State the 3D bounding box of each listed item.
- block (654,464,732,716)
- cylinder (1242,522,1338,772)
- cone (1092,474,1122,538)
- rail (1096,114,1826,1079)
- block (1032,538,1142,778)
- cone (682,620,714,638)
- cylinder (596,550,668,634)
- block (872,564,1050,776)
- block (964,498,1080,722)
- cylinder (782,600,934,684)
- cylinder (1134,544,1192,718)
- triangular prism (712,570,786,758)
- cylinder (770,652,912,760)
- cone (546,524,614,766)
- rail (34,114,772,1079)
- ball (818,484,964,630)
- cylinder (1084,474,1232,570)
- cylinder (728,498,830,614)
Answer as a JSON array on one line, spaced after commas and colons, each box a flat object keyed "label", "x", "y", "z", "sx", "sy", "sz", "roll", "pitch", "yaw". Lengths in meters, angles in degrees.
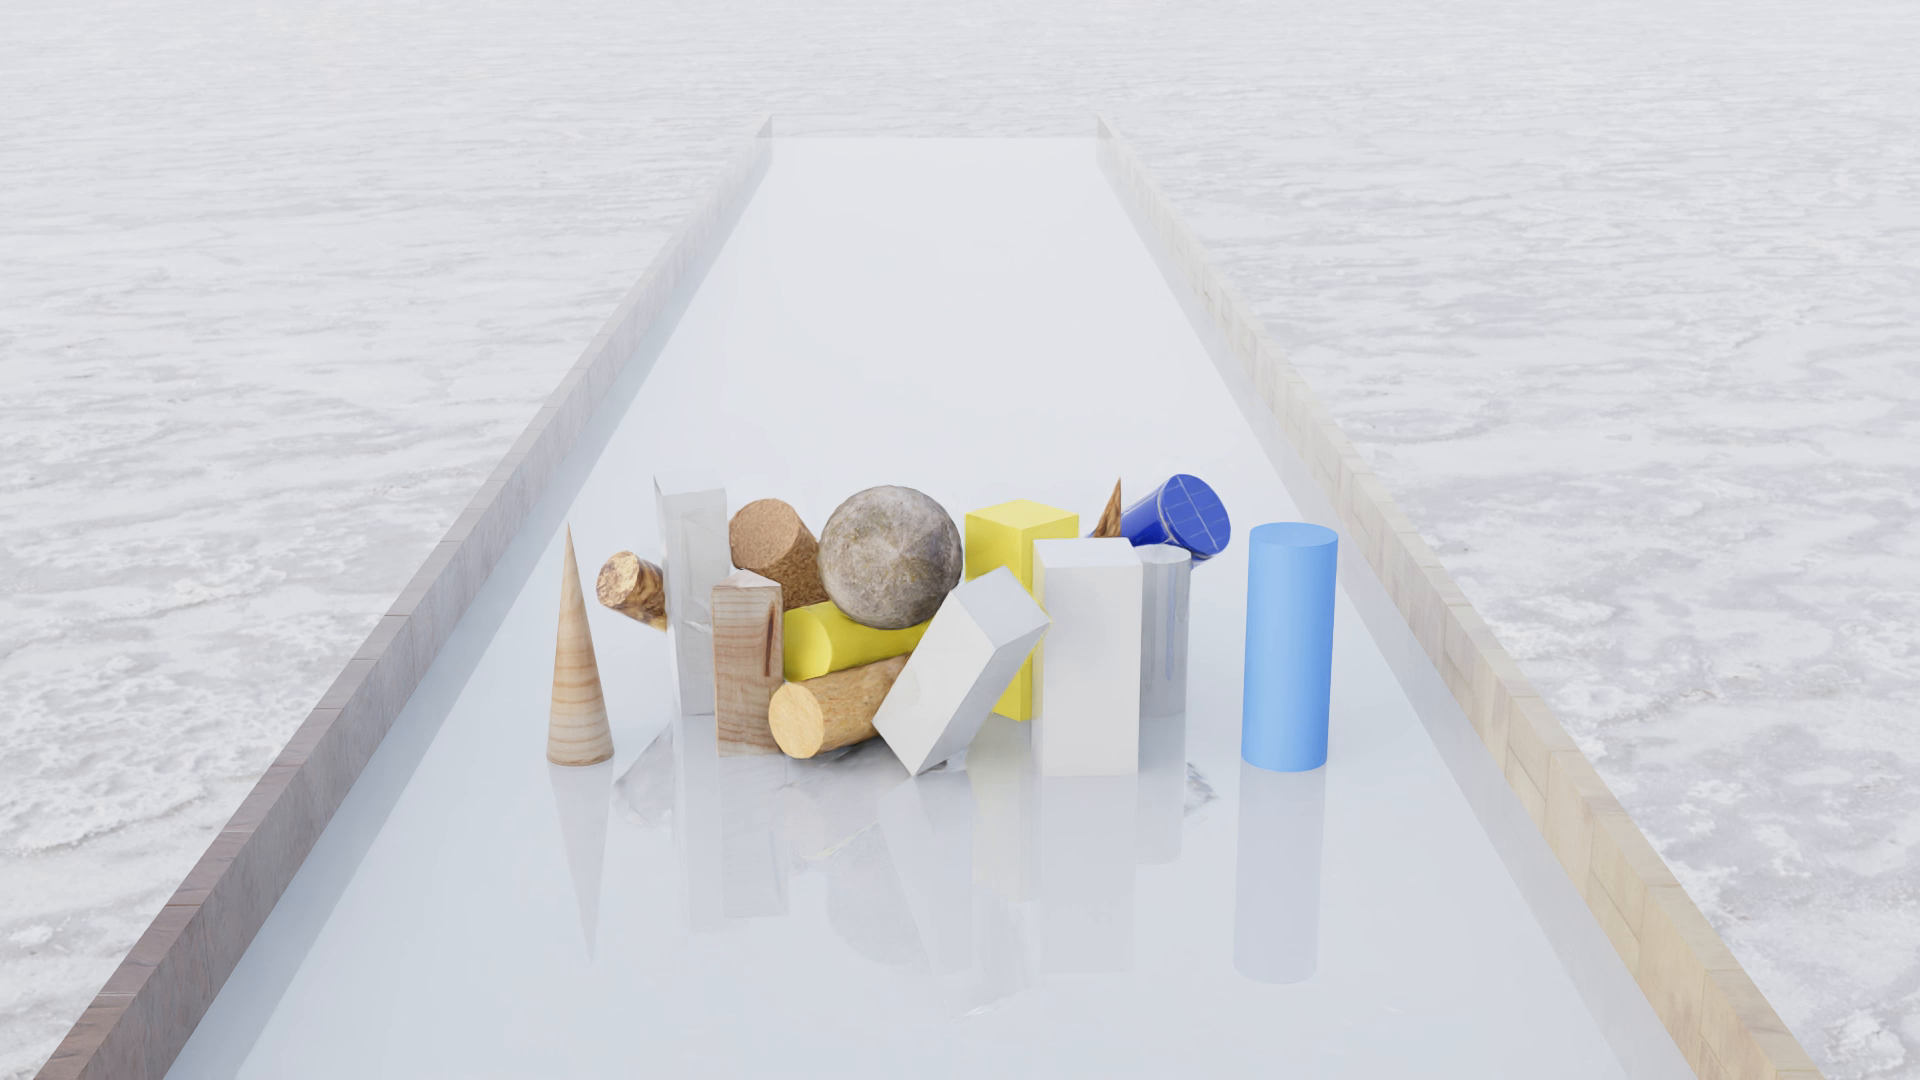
[{"label": "block", "x": -0.486, "y": 0.095, "z": 4.084, "sx": 0.115, "sy": 0.452, "sz": 0.115, "roll": -8, "pitch": 26, "yaw": -13}, {"label": "cylinder", "x": 0.579, "y": 0.188, "z": 3.871, "sx": 0.152, "sy": 0.413, "sz": 0.152, "roll": 0, "pitch": 17, "yaw": 0}, {"label": "cone", "x": 0.272, "y": 0.048, "z": 4.230, "sx": 0.162, "sy": 0.449, "sz": 0.162, "roll": 5, "pitch": 39, "yaw": -4}, {"label": "rail", "x": 0.932, "y": -0.844, "z": 7.801, "sx": 0.050, "sy": 0.150, "sz": 12.000, "roll": 0, "pitch": 17, "yaw": -1}, {"label": "block", "x": 0.220, "y": 0.204, "z": 3.869, "sx": 0.168, "sy": 0.383, "sz": 0.168, "roll": -1, "pitch": 17, "yaw": -5}, {"label": "cone", "x": -0.363, "y": 0.203, "z": 4.066, "sx": 0.384, "sy": 0.103, "sz": 0.103, "roll": 23, "pitch": -1, "yaw": -38}, {"label": "cylinder", "x": -0.539, "y": 0.135, "z": 4.273, "sx": 0.113, "sy": 0.113, "sz": 0.353, "roll": 17, "pitch": -9, "yaw": 44}, {"label": "block", "x": -0.003, "y": 0.227, "z": 3.745, "sx": 0.125, "sy": 0.407, "sz": 0.125, "roll": -24, "pitch": 67, "yaw": -37}, {"label": "block", "x": 0.115, "y": 0.129, "z": 4.139, "sx": 0.151, "sy": 0.372, "sz": 0.151, "roll": -15, "pitch": 22, "yaw": -41}, {"label": "cylinder", "x": -0.187, "y": 0.174, "z": 4.099, "sx": 0.143, "sy": 0.143, "sz": 0.344, "roll": 12, "pitch": 14, "yaw": 35}, {"label": "cylinder", "x": 0.370, "y": 0.170, "z": 4.128, "sx": 0.121, "sy": 0.301, "sz": 0.121, "roll": 0, "pitch": 17, "yaw": 0}, {"label": "triangular prism", "x": -0.381, "y": 0.218, "z": 3.937, "sx": 0.121, "sy": 0.317, "sz": 0.104, "roll": -2, "pitch": 17, "yaw": -8}, {"label": "cylinder", "x": -0.179, "y": 0.294, "z": 3.955, "sx": 0.133, "sy": 0.133, "sz": 0.331, "roll": 13, "pitch": 16, "yaw": 38}, {"label": "cone", "x": -0.680, "y": 0.173, "z": 3.877, "sx": 0.122, "sy": 0.437, "sz": 0.122, "roll": 0, "pitch": 17, "yaw": 0}, {"label": "rail", "x": -1.118, "y": -0.838, "z": 7.780, "sx": 0.050, "sy": 0.150, "sz": 12.000, "roll": 0, "pitch": 17, "yaw": -1}, {"label": "ball", "x": -0.125, "y": 0.032, "z": 3.949, "sx": 0.262, "sy": 0.262, "sz": 0.262, "roll": 0, "pitch": 17, "yaw": 0}, {"label": "cylinder", "x": 0.331, "y": 0.040, "z": 4.395, "sx": 0.173, "sy": 0.173, "sz": 0.430, "roll": -18, "pitch": -13, "yaw": -45}, {"label": "cylinder", "x": -0.310, "y": 0.085, "z": 4.265, "sx": 0.153, "sy": 0.394, "sz": 0.153, "roll": -10, "pitch": 57, "yaw": 16}]
